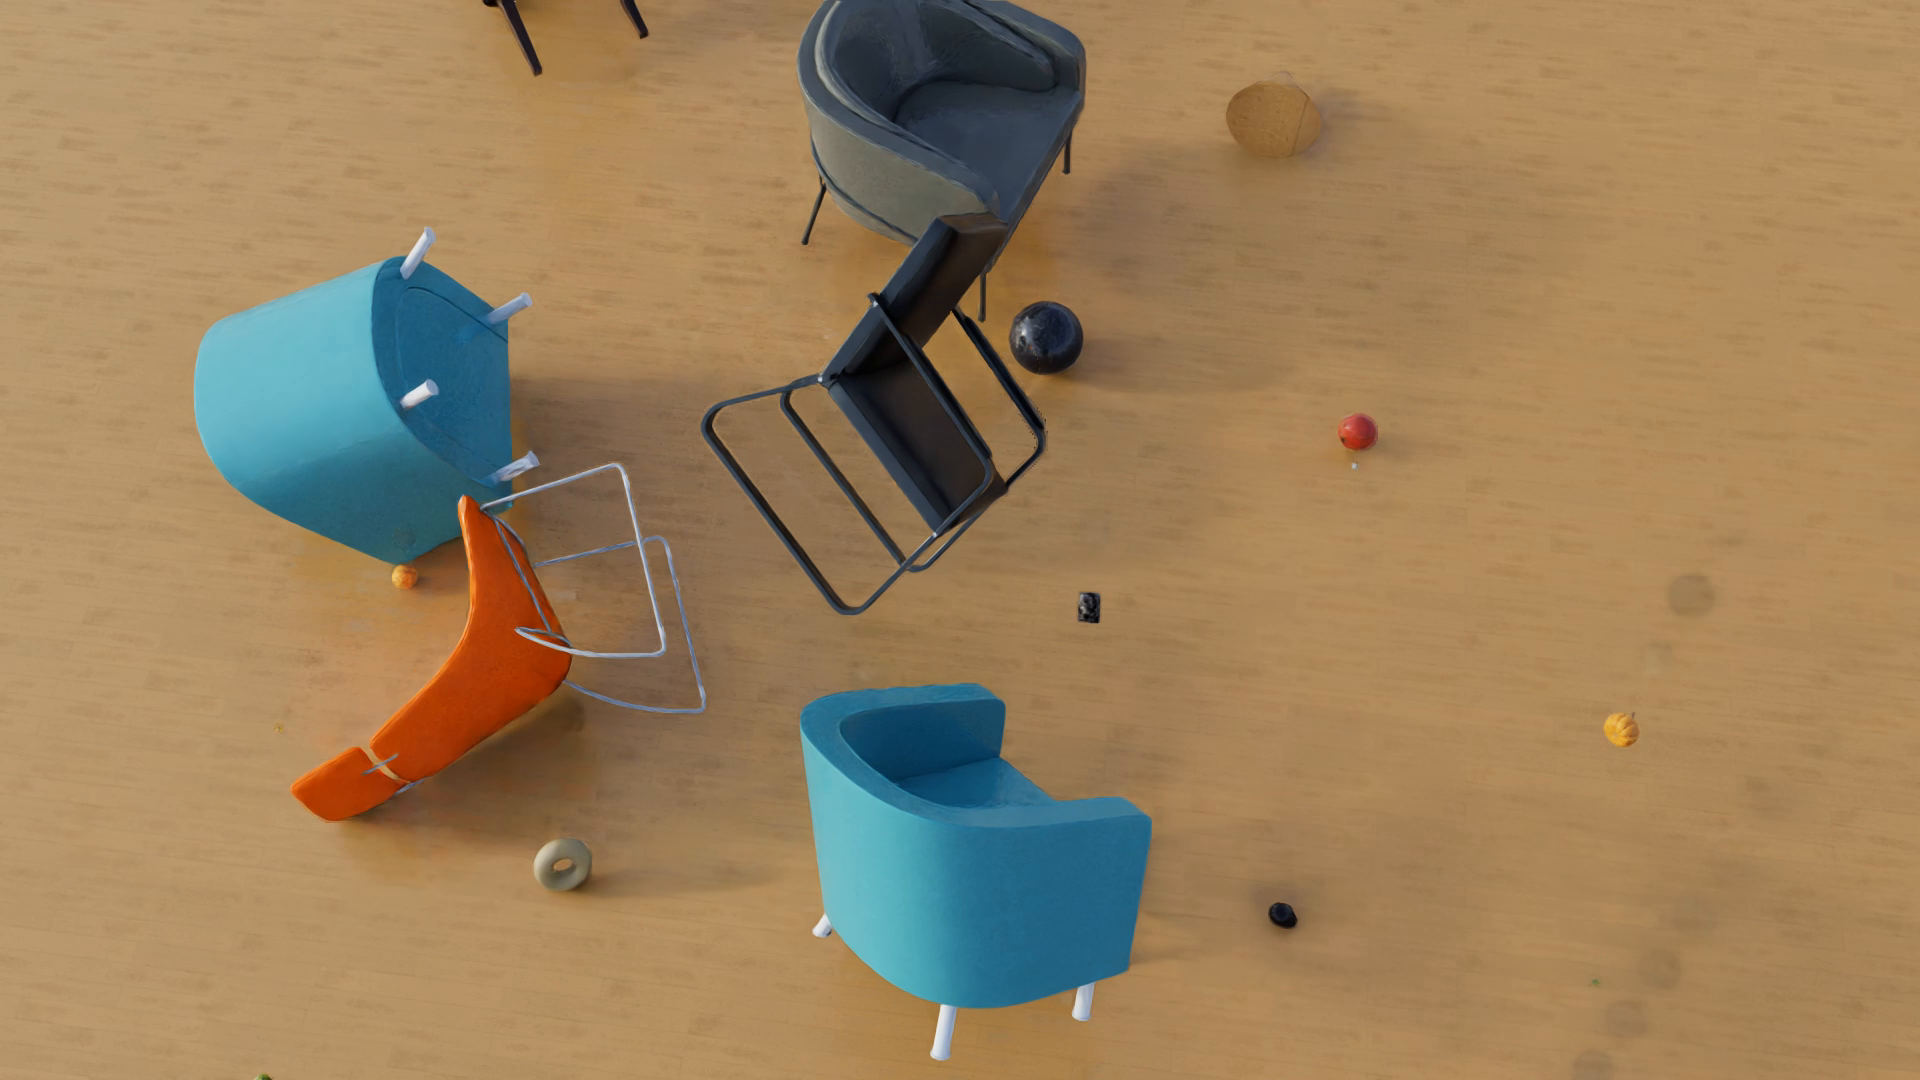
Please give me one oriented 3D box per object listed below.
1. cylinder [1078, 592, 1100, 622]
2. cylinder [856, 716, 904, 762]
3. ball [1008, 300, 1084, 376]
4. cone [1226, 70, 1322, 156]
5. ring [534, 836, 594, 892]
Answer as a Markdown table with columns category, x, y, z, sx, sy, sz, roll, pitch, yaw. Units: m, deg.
| category | x | y | z | sx | sy | sz | roll | pitch | yaw |
| --- | --- | --- | --- | --- | --- | --- | --- | --- | --- |
| cylinder | 0.336 | 0.175 | 5.708 | 0.059 | 0.037 | 0.071 | 9 | 78 | -22 |
| cylinder | -0.219 | 0.543 | 6.010 | 0.113 | 0.111 | 0.063 | -26 | 59 | -22 |
| ball | 0.269 | -0.629 | 6.855 | 0.234 | 0.234 | 0.234 | 0 | 56 | 0 |
| cone | 1.087 | -1.515 | 7.474 | 0.320 | 0.276 | 0.348 | 14 | 43 | 5 |
| ring | -1.063 | 0.869 | 5.891 | 0.156 | 0.176 | 0.057 | 21 | 24 | -20 |
